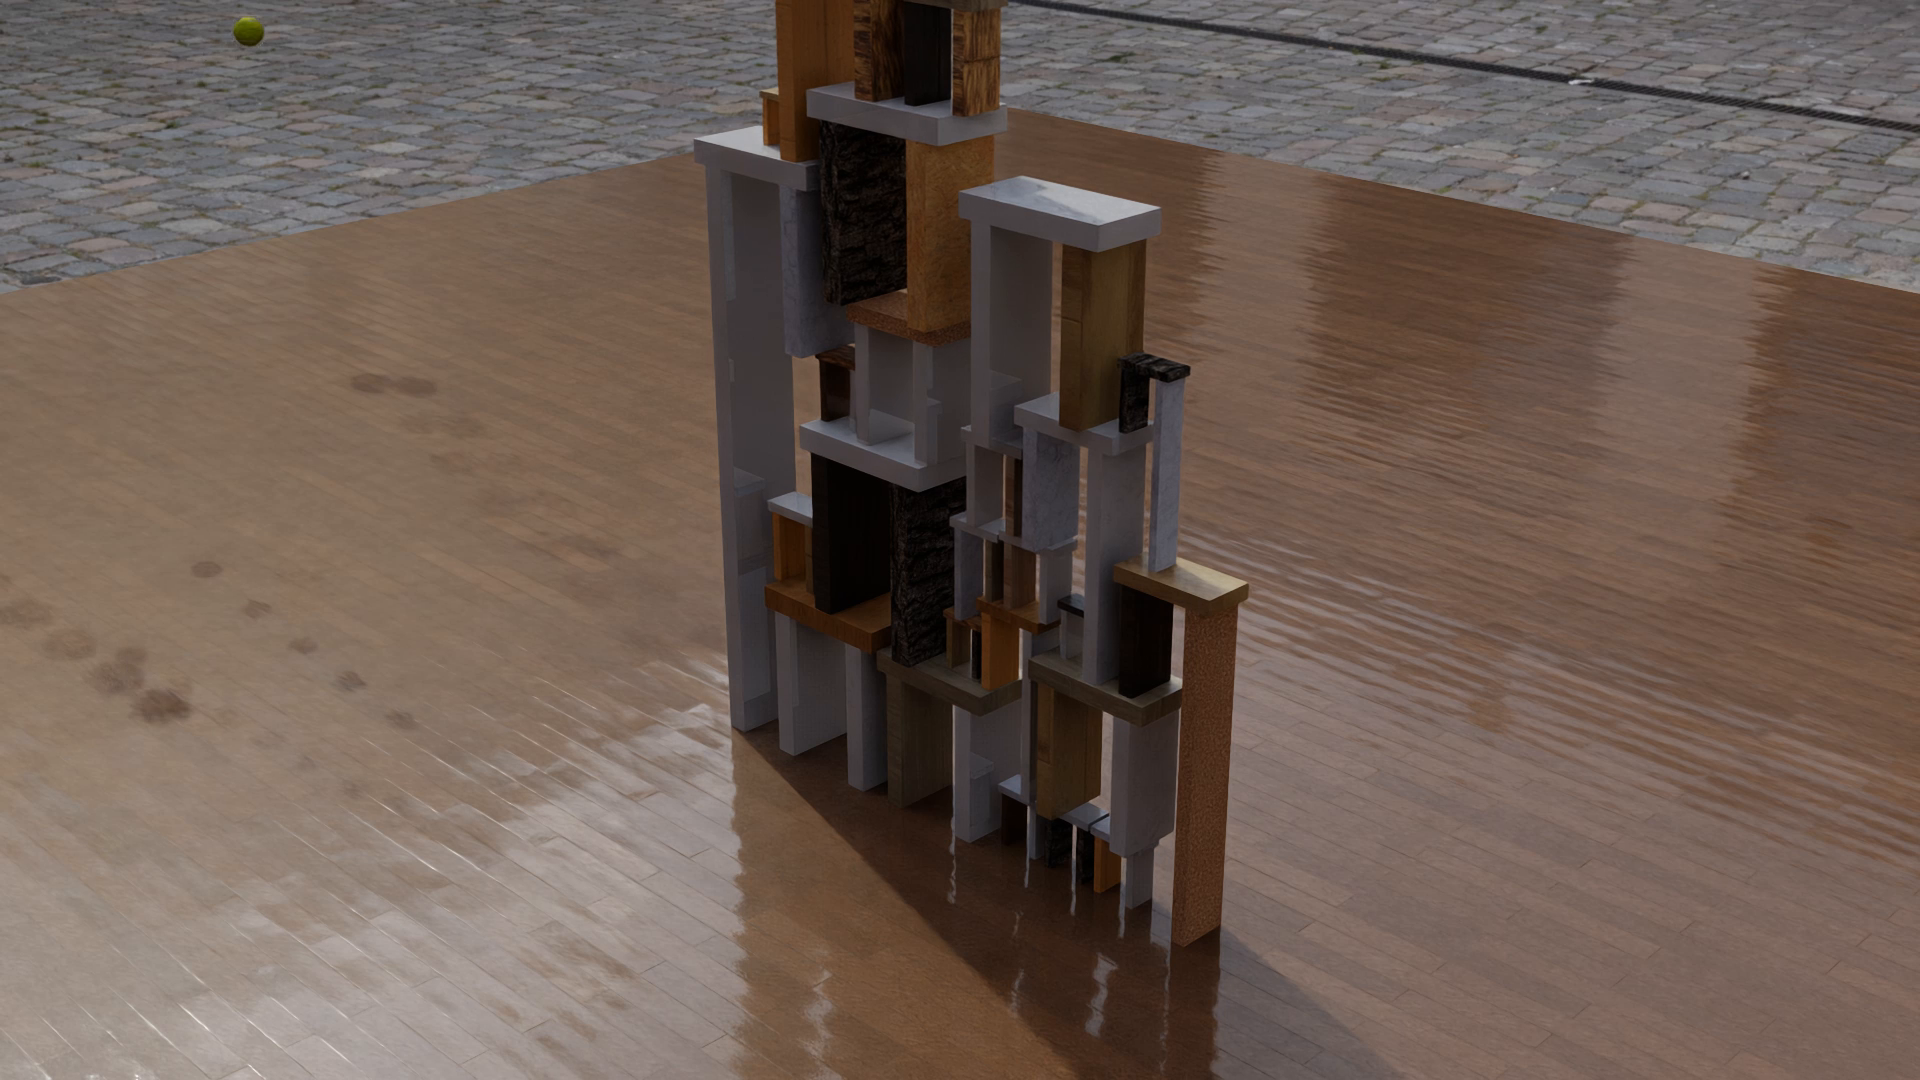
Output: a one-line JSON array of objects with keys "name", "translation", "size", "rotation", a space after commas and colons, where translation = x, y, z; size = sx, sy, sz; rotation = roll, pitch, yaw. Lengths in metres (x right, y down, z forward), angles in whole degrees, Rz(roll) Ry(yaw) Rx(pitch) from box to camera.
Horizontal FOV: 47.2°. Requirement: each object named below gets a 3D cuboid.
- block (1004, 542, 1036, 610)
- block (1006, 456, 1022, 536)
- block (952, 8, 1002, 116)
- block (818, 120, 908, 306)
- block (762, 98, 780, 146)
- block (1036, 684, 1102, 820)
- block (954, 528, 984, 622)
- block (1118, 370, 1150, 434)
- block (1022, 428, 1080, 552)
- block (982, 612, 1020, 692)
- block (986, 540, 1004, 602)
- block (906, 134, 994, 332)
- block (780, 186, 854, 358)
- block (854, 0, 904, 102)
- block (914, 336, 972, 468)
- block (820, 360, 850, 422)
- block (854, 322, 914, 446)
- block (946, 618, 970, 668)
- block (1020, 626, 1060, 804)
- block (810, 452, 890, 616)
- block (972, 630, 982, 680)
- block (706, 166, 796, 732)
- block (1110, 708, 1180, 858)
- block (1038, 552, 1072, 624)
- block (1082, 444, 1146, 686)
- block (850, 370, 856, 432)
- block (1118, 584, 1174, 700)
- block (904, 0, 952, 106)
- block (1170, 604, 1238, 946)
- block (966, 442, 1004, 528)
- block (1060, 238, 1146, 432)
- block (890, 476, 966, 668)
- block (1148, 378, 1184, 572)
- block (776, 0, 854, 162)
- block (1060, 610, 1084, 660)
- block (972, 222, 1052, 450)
[{"name": "block", "translation": [0.113, 0.058, 4.129], "size": [0.068, 0.136, 0.019], "rotation": [-21, 31, -40]}, {"name": "block", "translation": [0.120, -0.090, 4.057], "size": [0.078, 0.156, 0.022], "rotation": [-20, 30, -38]}, {"name": "block", "translation": [0.029, -0.837, 3.834], "size": [0.091, 0.182, 0.026], "rotation": [-21, 32, -40]}, {"name": "block", "translation": [-0.180, -0.631, 4.152], "size": [0.174, 0.347, 0.049], "rotation": [-21, 31, -40]}, {"name": "block", "translation": [-0.361, -0.815, 4.268], "size": [0.045, 0.091, 0.013], "rotation": [-21, 32, -40]}, {"name": "block", "translation": [0.208, 0.378, 4.159], "size": [0.139, 0.277, 0.039], "rotation": [-21, 31, -40]}, {"name": "block", "translation": [0.017, 0.058, 4.228], "size": [0.018, 0.191, 0.063], "rotation": [21, 31, 40]}, {"name": "block", "translation": [0.301, -0.245, 3.790], "size": [0.057, 0.114, 0.016], "rotation": [-21, 32, -40]}, {"name": "block", "translation": [0.166, -0.106, 3.993], "size": [0.033, 0.234, 0.117], "rotation": [21, 31, 40]}, {"name": "block", "translation": [0.078, 0.203, 4.227], "size": [0.081, 0.161, 0.023], "rotation": [-21, 31, -41]}, {"name": "block", "translation": [0.076, 0.050, 4.162], "size": [0.063, 0.125, 0.018], "rotation": [-21, 31, -40]}, {"name": "block", "translation": [-0.017, -0.567, 4.001], "size": [0.174, 0.347, 0.049], "rotation": [-21, 31, -40]}, {"name": "block", "translation": [-0.267, -0.537, 4.282], "size": [0.048, 0.336, 0.168], "rotation": [21, 31, 40]}, {"name": "block", "translation": [-0.118, -0.955, 3.944], "size": [0.157, 0.313, 0.044], "rotation": [-21, 31, -40]}, {"name": "block", "translation": [-0.031, -0.269, 4.140], "size": [0.121, 0.242, 0.034], "rotation": [-21, 31, -40]}, {"name": "block", "translation": [-0.248, -0.304, 4.370], "size": [0.063, 0.127, 0.018], "rotation": [-21, 31, -41]}, {"name": "block", "translation": [-0.145, -0.313, 4.245], "size": [0.034, 0.242, 0.121], "rotation": [21, 31, 41]}, {"name": "block", "translation": [-0.002, 0.195, 4.319], "size": [0.052, 0.104, 0.015], "rotation": [-21, 31, -40]}, {"name": "block", "translation": [0.154, 0.326, 4.197], "size": [0.081, 0.365, 0.023], "rotation": [-21, 31, -40]}, {"name": "block", "translation": [-0.218, -0.034, 4.455], "size": [0.048, 0.339, 0.170], "rotation": [21, 31, 41]}, {"name": "block", "translation": [0.047, 0.214, 4.274], "size": [0.052, 0.103, 0.015], "rotation": [-21, 31, -40]}, {"name": "block", "translation": [-0.425, -0.183, 4.605], "size": [0.048, 1.240, 0.168], "rotation": [21, 31, 41]}, {"name": "block", "translation": [0.338, 0.431, 4.039], "size": [0.139, 0.280, 0.039], "rotation": [-21, 31, -40]}, {"name": "block", "translation": [0.177, 0.083, 4.071], "size": [0.068, 0.136, 0.019], "rotation": [-21, 31, -40]}, {"name": "block", "translation": [0.275, 0.037, 3.933], "size": [0.117, 0.450, 0.033], "rotation": [-21, 31, -40]}, {"name": "block", "translation": [-0.186, -0.280, 4.313], "size": [0.063, 0.127, 0.018], "rotation": [-21, 34, -40]}, {"name": "block", "translation": [0.333, 0.166, 3.928], "size": [0.108, 0.215, 0.030], "rotation": [-21, 31, -40]}, {"name": "block", "translation": [-0.057, -0.871, 3.913], "size": [0.091, 0.182, 0.026], "rotation": [-21, 31, -40]}, {"name": "block", "translation": [0.435, 0.415, 3.924], "size": [0.030, 0.670, 0.108], "rotation": [21, 31, 41]}, {"name": "block", "translation": [0.047, -0.114, 4.127], "size": [0.022, 0.168, 0.078], "rotation": [21, 31, 40]}, {"name": "block", "translation": [0.247, -0.365, 3.801], "size": [0.163, 0.326, 0.046], "rotation": [-21, 31, -40]}, {"name": "block", "translation": [-0.058, 0.047, 4.316], "size": [0.170, 0.379, 0.048], "rotation": [-21, 31, -41]}, {"name": "block", "translation": [0.355, -0.115, 3.786], "size": [0.016, 0.352, 0.057], "rotation": [22, 31, 40]}, {"name": "block", "translation": [-0.269, -0.947, 4.110], "size": [0.157, 0.458, 0.044], "rotation": [-21, 31, -40]}, {"name": "block", "translation": [0.209, 0.167, 4.074], "size": [0.049, 0.099, 0.014], "rotation": [-21, 31, -40]}, {"name": "block", "translation": [0.093, -0.384, 3.960], "size": [0.046, 0.415, 0.163], "rotation": [21, 31, 40]}]
